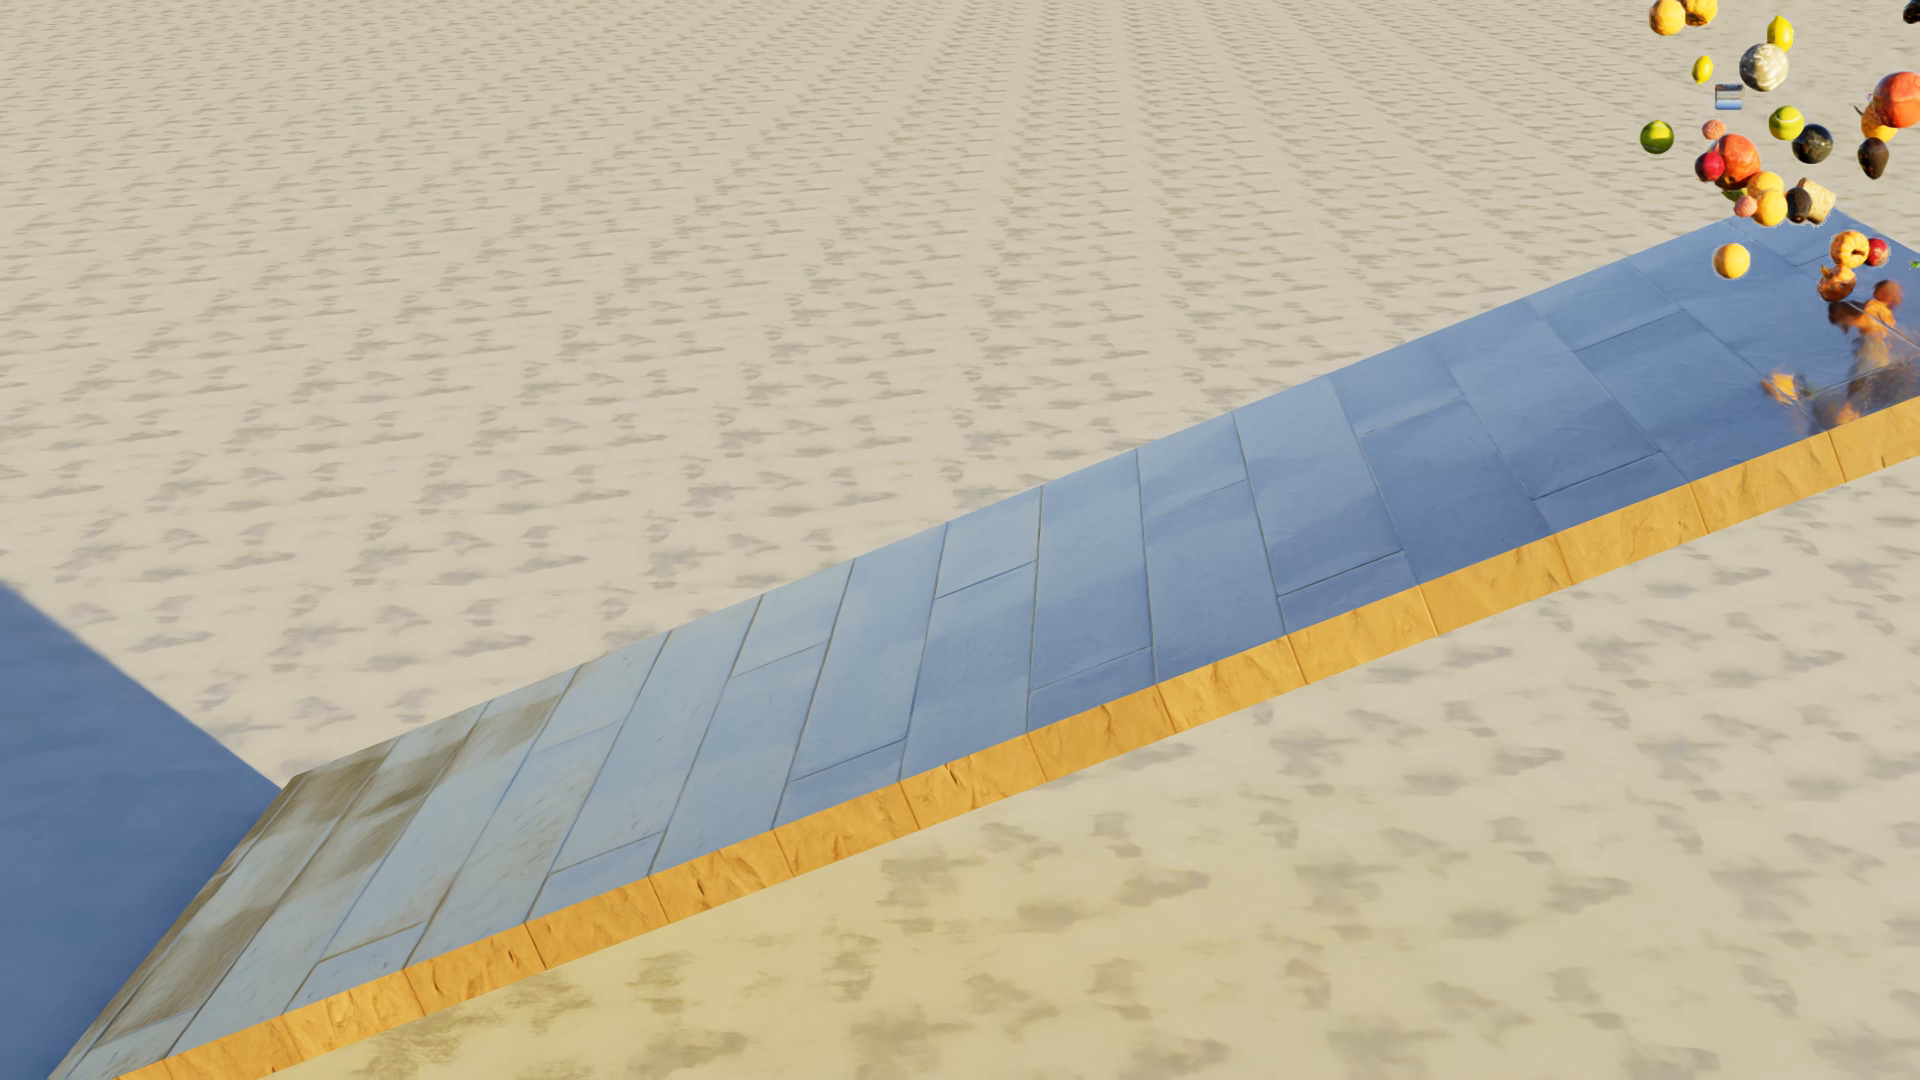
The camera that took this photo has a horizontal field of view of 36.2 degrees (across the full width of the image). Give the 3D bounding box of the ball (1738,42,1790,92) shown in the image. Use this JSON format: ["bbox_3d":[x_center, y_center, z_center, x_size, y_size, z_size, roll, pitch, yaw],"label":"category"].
[{"bbox_3d":[1.538,-0.905,5.626,0.092,0.092,0.092,0,14,0],"label":"ball"}]

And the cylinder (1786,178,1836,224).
[{"bbox_3d":[1.735,-0.691,5.999,0.071,0.071,0.071,29,15,-2],"label":"cylinder"}]

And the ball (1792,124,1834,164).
[{"bbox_3d":[1.755,-0.815,6.056,0.084,0.084,0.084,0,14,0],"label":"ball"}]

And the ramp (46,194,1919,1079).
[{"bbox_3d":[0.125,0.173,6.289,4.000,0.100,2.000,-21,12,7],"label":"ramp"}]
